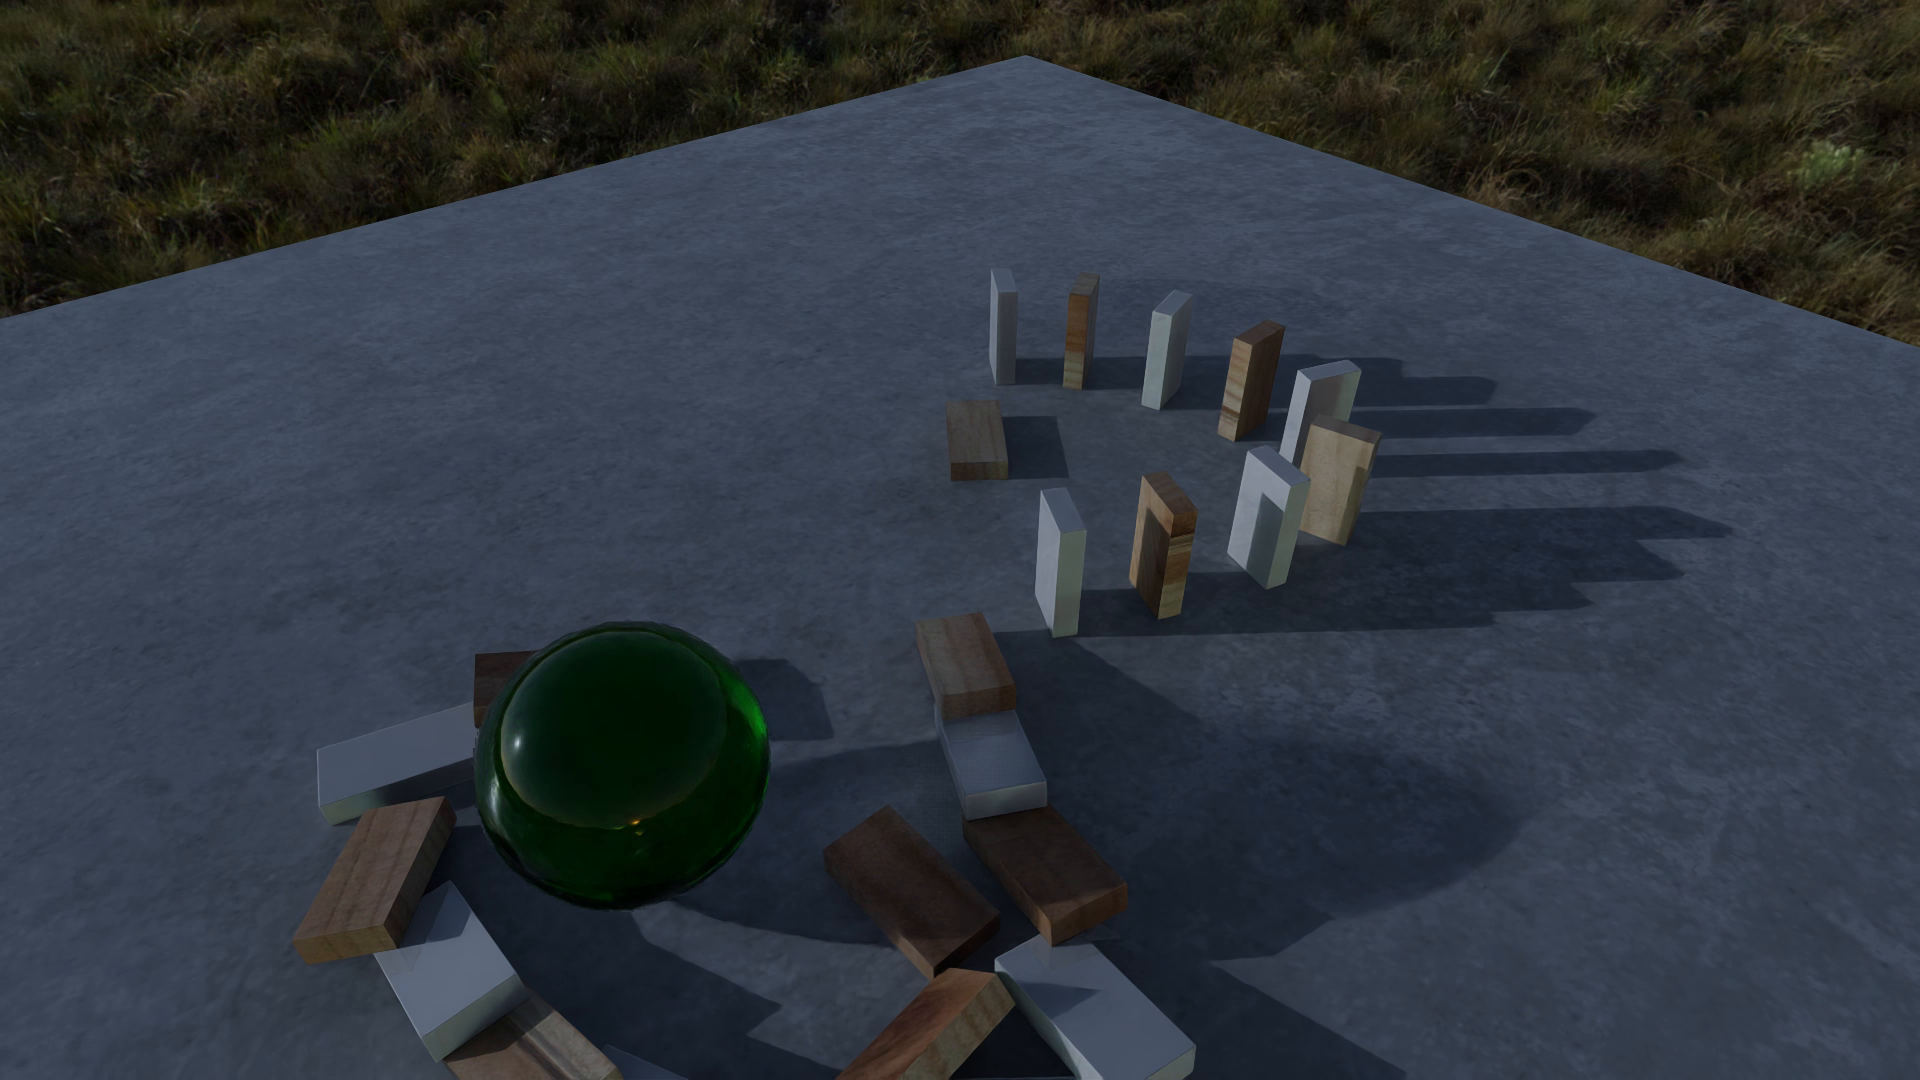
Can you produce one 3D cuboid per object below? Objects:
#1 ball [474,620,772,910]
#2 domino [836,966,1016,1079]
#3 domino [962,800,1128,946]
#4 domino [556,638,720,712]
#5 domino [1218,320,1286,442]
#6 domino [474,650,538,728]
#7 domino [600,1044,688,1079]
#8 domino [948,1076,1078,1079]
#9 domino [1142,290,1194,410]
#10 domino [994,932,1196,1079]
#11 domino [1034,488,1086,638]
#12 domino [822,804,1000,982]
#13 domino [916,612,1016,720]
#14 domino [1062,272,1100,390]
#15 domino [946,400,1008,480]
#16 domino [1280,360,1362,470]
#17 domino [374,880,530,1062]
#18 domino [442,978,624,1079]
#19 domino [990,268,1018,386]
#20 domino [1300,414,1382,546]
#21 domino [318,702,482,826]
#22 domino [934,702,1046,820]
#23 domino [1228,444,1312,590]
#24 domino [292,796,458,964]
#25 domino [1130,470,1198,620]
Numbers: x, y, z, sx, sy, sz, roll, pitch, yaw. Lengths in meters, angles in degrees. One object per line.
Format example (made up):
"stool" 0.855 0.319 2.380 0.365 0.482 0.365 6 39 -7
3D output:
"ball" -0.094 0.063 0.311 0.080 0.080 0.080 0 39 0
"domino" -0.012 0.129 0.275 0.050 0.025 0.009 -35 96 -35
"domino" 0.024 0.093 0.321 0.025 0.010 0.050 -18 30 -23
"domino" -0.109 0.046 0.374 0.050 0.009 0.025 5 35 -28
"domino" 0.132 -0.072 0.500 0.025 0.050 0.009 -31 48 -32
"domino" -0.138 0.049 0.375 0.050 0.009 0.025 -2 38 -21
"domino" -0.073 0.141 0.261 0.050 0.010 0.025 5 37 30
"domino" 0.015 0.145 0.266 0.050 0.009 0.025 -1 39 -1
"domino" 0.098 -0.090 0.521 0.010 0.050 0.025 22 44 24
"domino" 0.034 0.122 0.284 0.025 0.010 0.050 -17 31 -30
"domino" 0.036 0.009 0.401 0.010 0.050 0.025 -8 40 -9
"domino" -0.015 0.102 0.319 0.025 0.010 0.050 -30 48 -31
"domino" 0.001 0.043 0.382 0.025 0.010 0.050 -8 26 -9
"domino" 0.059 -0.101 0.535 0.009 0.050 0.025 11 41 13
"domino" 0.007 -0.046 0.499 0.025 0.010 0.050 -2 39 -2
"domino" 0.154 -0.052 0.474 0.025 0.050 0.010 -14 41 -16
"domino" -0.139 0.114 0.295 0.025 0.010 0.050 -31 35 -32
"domino" -0.107 0.131 0.273 0.050 0.009 0.025 14 39 41
"domino" 0.021 -0.104 0.539 0.010 0.050 0.025 -4 39 -5
"domino" 0.149 -0.024 0.440 0.025 0.050 0.010 23 45 26
"domino" -0.179 0.071 0.356 0.050 0.010 0.025 -17 42 -20
"domino" 0.009 0.068 0.351 0.025 0.009 0.050 -8 26 -9
"domino" 0.118 -0.008 0.422 0.009 0.050 0.025 -17 42 -20
"domino" -0.167 0.096 0.316 0.025 0.009 0.050 -10 29 1
"domino" 0.075 0.002 0.409 0.009 0.050 0.025 -12 41 -14
